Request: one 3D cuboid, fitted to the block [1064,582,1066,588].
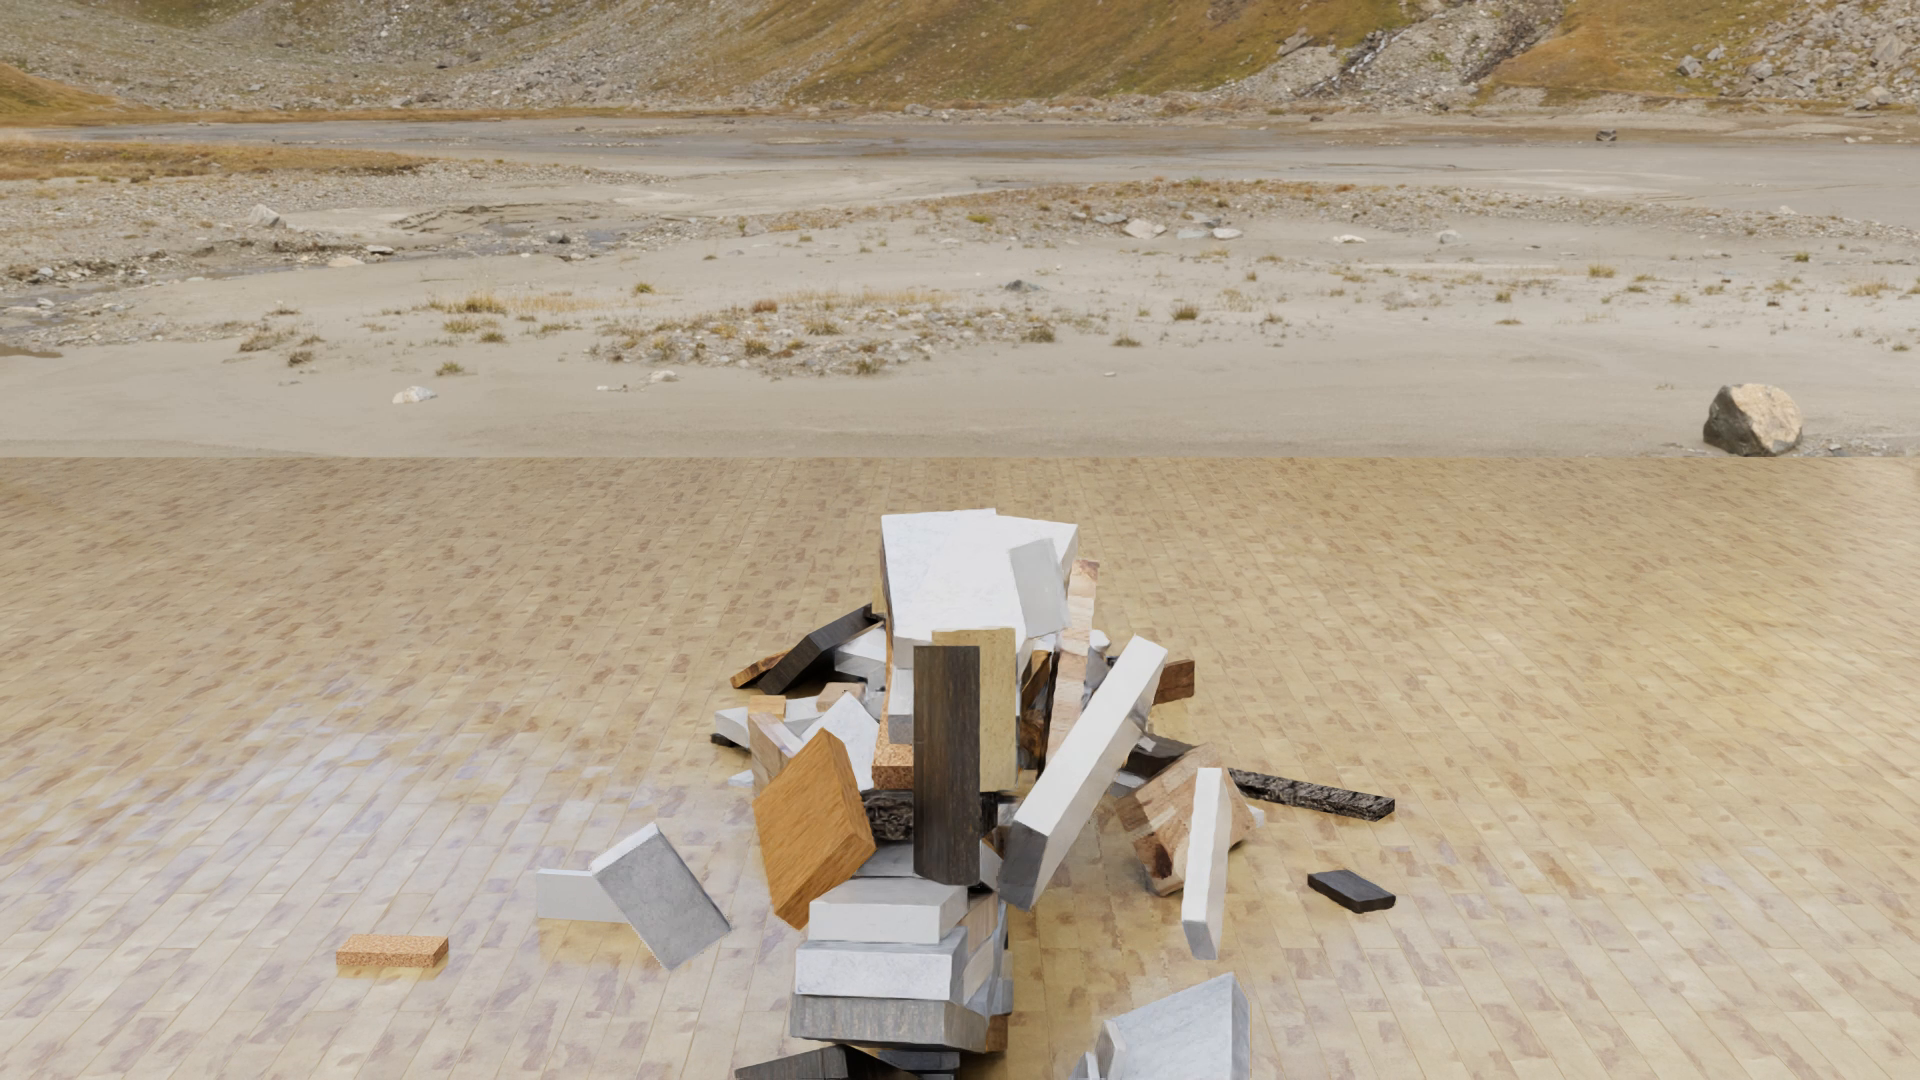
[{"bbox_3d":[0.058,0.117,5.249,0.355,0.050,0.177,-7,19,-16],"label":"block"}]

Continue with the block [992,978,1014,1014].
[{"bbox_3d":[-0.014,0.626,3.028,0.161,0.046,0.322,1,-11,4],"label":"block"}]

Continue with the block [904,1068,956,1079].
[{"bbox_3d":[-0.050,0.696,2.840,0.077,0.022,0.154,2,-17,-4],"label":"block"}]

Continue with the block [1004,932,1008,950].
[{"bbox_3d":[0.001,0.590,3.340,0.142,0.040,0.284,0,-6,1],"label":"block"}]

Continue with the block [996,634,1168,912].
[{"bbox_3d":[0.161,0.304,2.896,0.050,0.177,0.354,26,50,14],"label":"block"}]

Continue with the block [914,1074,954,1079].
[{"bbox_3d":[-0.042,0.700,2.770,0.077,0.022,0.154,-1,-26,4],"label":"block"}]

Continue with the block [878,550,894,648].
[{"bbox_3d":[-0.041,0.098,3.309,0.140,0.040,0.281,-4,31,-5],"label":"block"}]

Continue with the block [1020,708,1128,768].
[{"bbox_3d":[0.144,0.316,3.855,0.175,0.050,0.350,9,7,-23],"label":"block"}]

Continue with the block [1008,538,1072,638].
[{"bbox_3d":[0.091,0.055,2.500,0.053,0.105,0.015,-19,-12,33],"label":"block"}]

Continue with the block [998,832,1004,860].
[{"bbox_3d":[0.001,0.500,3.397,0.134,0.038,0.268,0,6,1],"label":"block"}]

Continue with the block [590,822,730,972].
[{"bbox_3d":[-0.423,0.506,3.115,0.106,0.211,0.030,-33,32,-5],"label":"block"}]

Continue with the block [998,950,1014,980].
[{"bbox_3d":[-0.002,0.609,3.158,0.142,0.040,0.284,1,-11,4],"label":"block"}]

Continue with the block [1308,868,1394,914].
[{"bbox_3d":[0.649,0.583,3.652,0.073,0.021,0.147,-4,11,-23],"label":"block"}]

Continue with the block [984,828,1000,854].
[{"bbox_3d":[-0.010,0.430,3.186,0.124,0.035,0.266,2,-19,3],"label":"block"}]

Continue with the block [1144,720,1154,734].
[{"bbox_3d":[0.343,0.386,4.703,0.083,0.024,0.166,-4,11,-18],"label":"block"}]

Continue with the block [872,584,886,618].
[{"bbox_3d":[-0.007,0.118,3.583,0.161,0.046,0.321,-5,-13,20],"label":"block"}]

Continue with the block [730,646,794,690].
[{"bbox_3d":[-0.440,0.290,5.076,0.096,0.027,0.193,-32,-6,28],"label":"block"}]

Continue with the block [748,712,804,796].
[{"bbox_3d":[-0.328,0.434,4.066,0.045,0.158,0.316,-8,12,-18],"label":"block"}]

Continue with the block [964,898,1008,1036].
[{"bbox_3d":[-0.032,0.543,2.827,0.161,0.046,0.322,0,13,6],"label":"block"}]

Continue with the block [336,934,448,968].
[{"bbox_3d":[-0.873,0.632,3.384,0.151,0.021,0.076,1,11,5],"label":"block"}]

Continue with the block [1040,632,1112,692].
[{"bbox_3d":[0.203,0.197,3.936,0.155,0.044,0.310,48,3,36],"label":"block"}]

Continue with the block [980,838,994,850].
[{"bbox_3d":[-0.026,0.430,3.043,0.124,0.035,0.247,1,-14,7],"label":"block"}]

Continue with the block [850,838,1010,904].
[{"bbox_3d":[-0.035,0.437,2.895,0.170,0.048,0.383,1,-14,8],"label":"block"}]

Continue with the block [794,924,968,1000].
[{"bbox_3d":[-0.077,0.442,2.327,0.154,0.044,0.308,2,-4,4],"label":"block"}]

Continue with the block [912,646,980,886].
[{"bbox_3d":[-0.017,0.259,2.561,0.038,0.270,0.135,1,-2,-19],"label":"block"}]

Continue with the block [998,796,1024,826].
[{"bbox_3d":[0.040,0.427,3.484,0.114,0.032,0.264,0,-4,4],"label":"block"}]

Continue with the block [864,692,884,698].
[{"bbox_3d":[-0.123,0.349,4.791,0.214,0.030,0.107,-1,-9,-5],"label":"block"}]

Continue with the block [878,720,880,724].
[{"bbox_3d":[-0.123,0.372,4.394,0.027,0.096,0.193,32,-30,-20],"label":"block"}]

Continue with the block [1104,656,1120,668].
[{"bbox_3d":[0.410,0.300,5.167,0.082,0.023,0.164,-4,11,-19],"label":"block"}]

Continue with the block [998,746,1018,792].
[{"bbox_3d":[0.006,0.375,3.588,0.175,0.050,0.434,1,-9,1],"label":"block"}]

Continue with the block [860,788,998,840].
[{"bbox_3d":[-0.047,0.353,2.851,0.170,0.048,0.340,1,-4,5],"label":"block"}]

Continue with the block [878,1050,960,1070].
[{"bbox_3d":[-0.049,0.643,2.724,0.077,0.022,0.154,0,-12,8],"label":"block"}]

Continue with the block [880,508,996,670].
[{"bbox_3d":[-0.016,0.066,3.176,0.173,0.049,0.346,-4,31,-4],"label":"block"}]

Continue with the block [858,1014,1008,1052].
[{"bbox_3d":[-0.030,0.644,2.889,0.161,0.046,0.322,0,-12,6],"label":"block"}]

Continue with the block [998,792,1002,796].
[{"bbox_3d":[-0.004,0.468,3.951,0.155,0.044,0.310,0,-7,1],"label":"block"}]

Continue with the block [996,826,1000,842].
[{"bbox_3d":[-0.003,0.429,3.290,0.114,0.032,0.228,0,-19,3],"label":"block"}]

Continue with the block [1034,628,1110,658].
[{"bbox_3d":[0.159,0.288,4.857,0.330,0.165,0.047,-7,49,-32],"label":"block"}]

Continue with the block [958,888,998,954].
[{"bbox_3d":[-0.059,0.464,2.676,0.170,0.048,0.340,1,-3,8],"label":"block"}]

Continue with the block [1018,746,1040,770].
[{"bbox_3d":[0.103,0.345,3.971,0.175,0.050,0.350,8,8,-33],"label":"block"}]

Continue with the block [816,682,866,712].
[{"bbox_3d":[-0.248,0.330,4.602,0.081,0.023,0.162,0,10,5],"label":"block"}]
